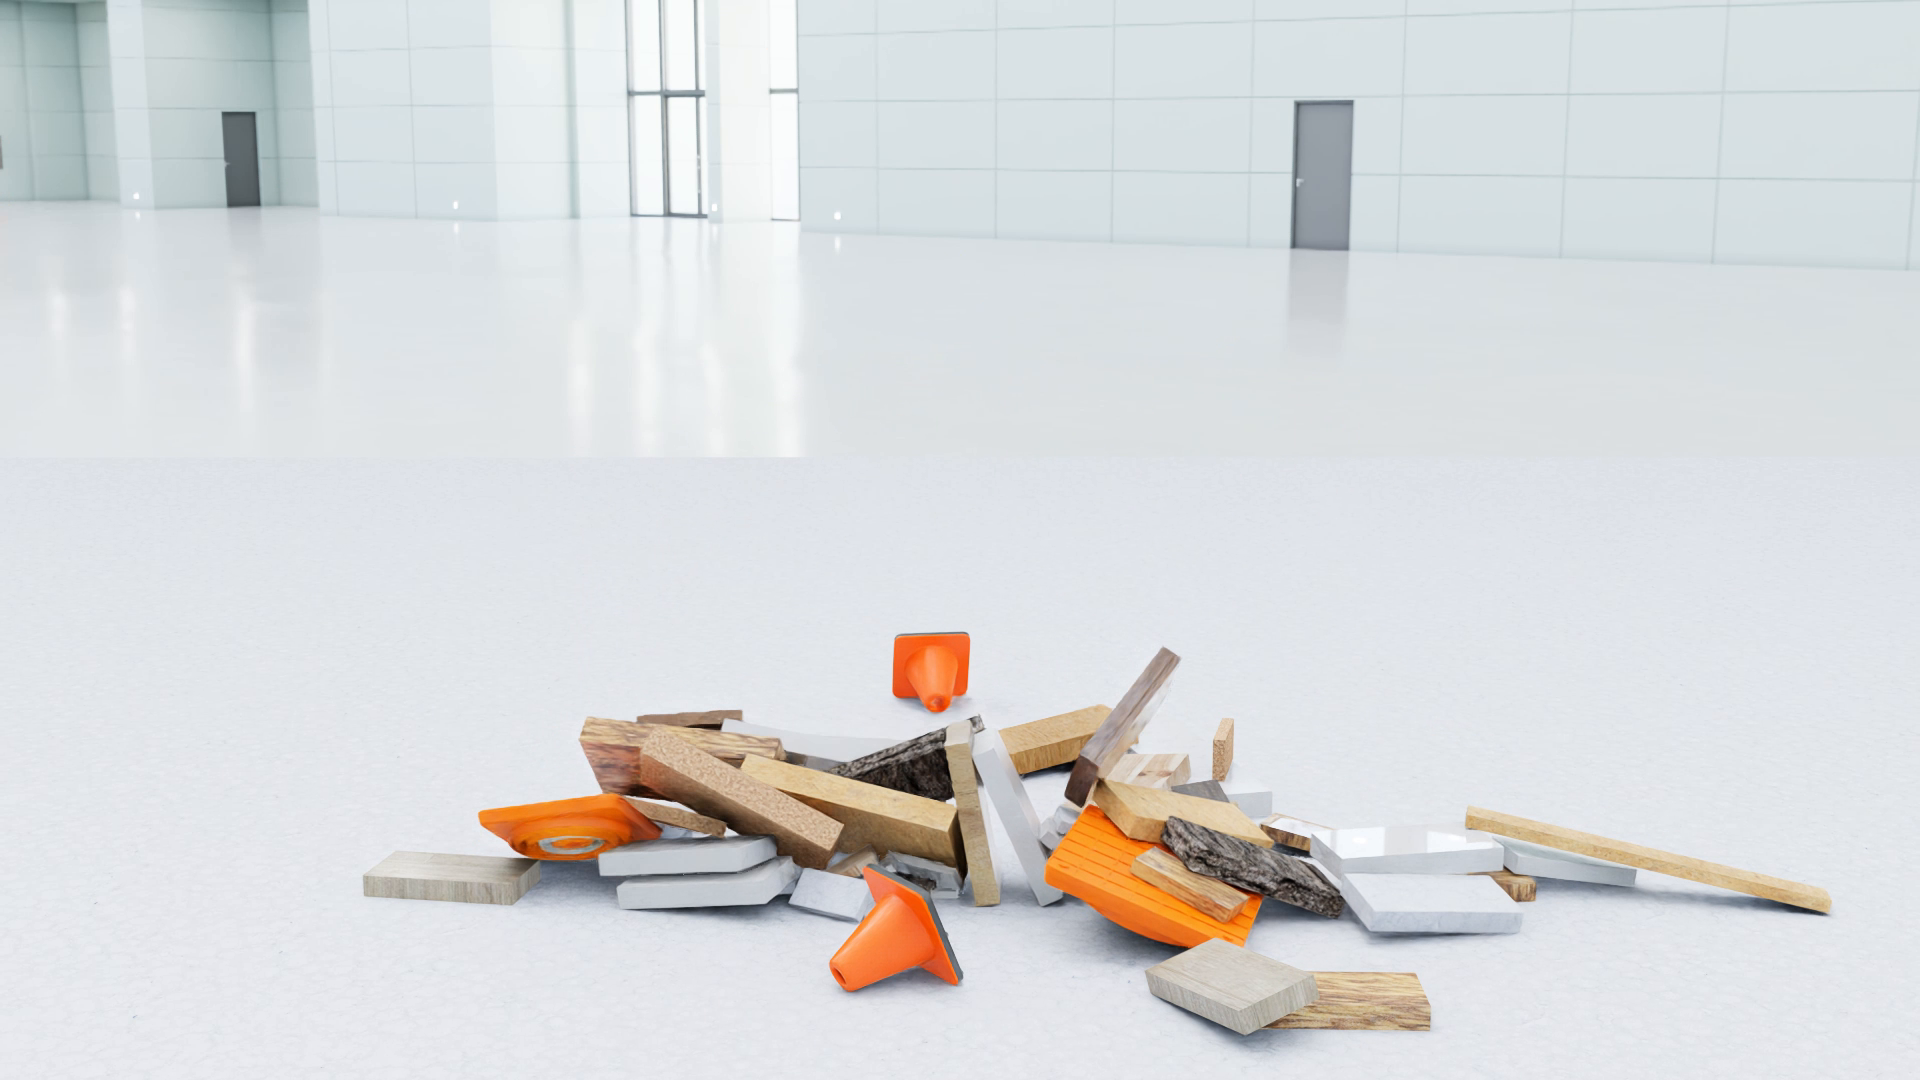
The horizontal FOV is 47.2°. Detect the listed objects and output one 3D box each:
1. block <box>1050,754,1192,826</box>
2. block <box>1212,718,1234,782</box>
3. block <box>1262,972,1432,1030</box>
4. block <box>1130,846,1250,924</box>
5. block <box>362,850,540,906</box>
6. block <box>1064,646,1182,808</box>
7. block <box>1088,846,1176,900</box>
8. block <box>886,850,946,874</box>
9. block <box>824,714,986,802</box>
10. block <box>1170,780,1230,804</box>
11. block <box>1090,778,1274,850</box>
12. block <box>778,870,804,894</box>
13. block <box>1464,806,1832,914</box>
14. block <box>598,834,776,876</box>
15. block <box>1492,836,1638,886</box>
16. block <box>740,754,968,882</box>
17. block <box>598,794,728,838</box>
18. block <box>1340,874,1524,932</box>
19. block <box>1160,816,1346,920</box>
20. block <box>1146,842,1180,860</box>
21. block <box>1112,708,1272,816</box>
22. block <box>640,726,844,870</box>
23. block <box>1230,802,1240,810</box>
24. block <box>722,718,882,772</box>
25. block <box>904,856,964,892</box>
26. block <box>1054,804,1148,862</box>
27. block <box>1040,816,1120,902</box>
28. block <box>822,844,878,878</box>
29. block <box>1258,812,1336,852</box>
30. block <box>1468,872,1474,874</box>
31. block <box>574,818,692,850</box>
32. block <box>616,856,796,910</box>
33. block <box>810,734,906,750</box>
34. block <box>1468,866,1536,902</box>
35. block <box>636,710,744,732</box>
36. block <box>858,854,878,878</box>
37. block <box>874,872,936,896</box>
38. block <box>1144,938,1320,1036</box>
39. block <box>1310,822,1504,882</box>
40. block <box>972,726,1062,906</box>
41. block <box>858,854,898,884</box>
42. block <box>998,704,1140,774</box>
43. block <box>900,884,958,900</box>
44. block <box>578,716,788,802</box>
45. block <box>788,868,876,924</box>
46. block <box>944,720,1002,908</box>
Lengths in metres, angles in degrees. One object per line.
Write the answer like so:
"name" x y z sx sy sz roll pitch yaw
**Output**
"block" 0.300 0.471 4.042 0.161 0.046 0.322 -3 14 24
"block" 0.505 0.401 4.216 0.023 0.081 0.161 2 11 13
"block" 0.539 0.664 3.172 0.257 0.036 0.128 0 11 2
"block" 0.359 0.540 3.445 0.172 0.024 0.086 26 16 23
"block" -0.852 0.567 3.692 0.260 0.037 0.130 2 11 10
"block" 0.277 0.318 3.737 0.039 0.139 0.277 32 54 14
"block" 0.291 0.547 3.669 0.158 0.022 0.079 24 11 -2
"block" -0.071 0.553 3.703 0.104 0.052 0.015 10 53 19
"block" -0.077 0.405 3.788 0.283 0.142 0.040 -20 46 2
"block" 0.442 0.496 3.837 0.086 0.024 0.220 -8 30 -11
"block" 0.373 0.470 3.686 0.280 0.040 0.140 14 14 -28
"block" -0.330 0.573 3.659 0.132 0.019 0.066 -7 9 11
"block" 1.137 0.528 3.656 0.588 0.021 0.076 12 8 12
"block" -0.450 0.520 3.635 0.260 0.037 0.130 -5 1 21
"block" 1.022 0.545 3.730 0.217 0.031 0.108 8 9 -11
"block" -0.177 0.472 3.720 0.385 0.176 0.050 12 55 19
"block" -0.524 0.478 3.840 0.093 0.026 0.442 20 -11 -23
"block" 0.753 0.579 3.512 0.257 0.036 0.128 3 18 -14
"block" 0.476 0.530 3.565 0.280 0.040 0.140 21 8 -19
"block" 0.356 0.549 3.825 0.161 0.023 0.081 2 11 10
"block" 0.424 0.436 4.374 0.161 0.046 0.639 -3 11 -14
"block" -0.370 0.441 3.686 0.352 0.050 0.176 27 -24 3
"block" 0.419 0.501 3.951 0.151 0.021 0.076 -13 8 35
"block" -0.278 0.395 3.866 0.283 0.142 0.040 11 53 5
"block" -0.043 0.554 3.653 0.096 0.048 0.014 9 54 31
"block" 0.236 0.494 3.684 0.158 0.022 0.079 22 12 -6
"block" 0.199 0.530 3.662 0.158 0.022 0.079 41 10 -5
"block" -0.200 0.553 3.640 0.132 0.019 0.066 -30 11 2
"block" 0.622 0.525 3.885 0.172 0.024 0.086 13 13 26
"block" 0.740 0.541 3.679 0.217 0.031 0.108 -5 12 -24
"block" -0.581 0.530 3.920 0.186 0.026 0.093 2 11 13
"block" -0.416 0.563 3.613 0.260 0.037 0.130 -5 8 18
"block" -0.180 0.407 3.916 0.284 0.142 0.040 2 51 16
"block" 0.839 0.573 3.674 0.217 0.031 0.108 -1 11 -5
"block" -0.474 0.341 3.888 0.186 0.093 0.026 -3 53 -3
"block" -0.185 0.556 3.676 0.103 0.015 0.052 -30 11 1
"block" -0.093 0.571 3.660 0.096 0.014 0.048 7 13 33
"block" 0.387 0.636 3.151 0.128 0.036 0.257 -20 11 -23
"block" 0.737 0.514 3.634 0.280 0.040 0.140 -2 11 -12
"block" 0.096 0.457 3.651 0.039 0.277 0.139 -24 9 6
"block" -0.153 0.560 3.654 0.104 0.015 0.052 -29 8 7
"block" 0.177 0.405 4.409 0.322 0.046 0.161 -13 13 -19
"block" -0.052 0.584 3.666 0.096 0.014 0.048 0 11 3
"block" -0.475 0.396 3.856 0.352 0.176 0.050 5 53 12
"block" -0.208 0.577 3.574 0.132 0.019 0.066 6 57 31
"block" 0.023 0.452 3.648 0.039 0.277 0.139 -10 10 4
